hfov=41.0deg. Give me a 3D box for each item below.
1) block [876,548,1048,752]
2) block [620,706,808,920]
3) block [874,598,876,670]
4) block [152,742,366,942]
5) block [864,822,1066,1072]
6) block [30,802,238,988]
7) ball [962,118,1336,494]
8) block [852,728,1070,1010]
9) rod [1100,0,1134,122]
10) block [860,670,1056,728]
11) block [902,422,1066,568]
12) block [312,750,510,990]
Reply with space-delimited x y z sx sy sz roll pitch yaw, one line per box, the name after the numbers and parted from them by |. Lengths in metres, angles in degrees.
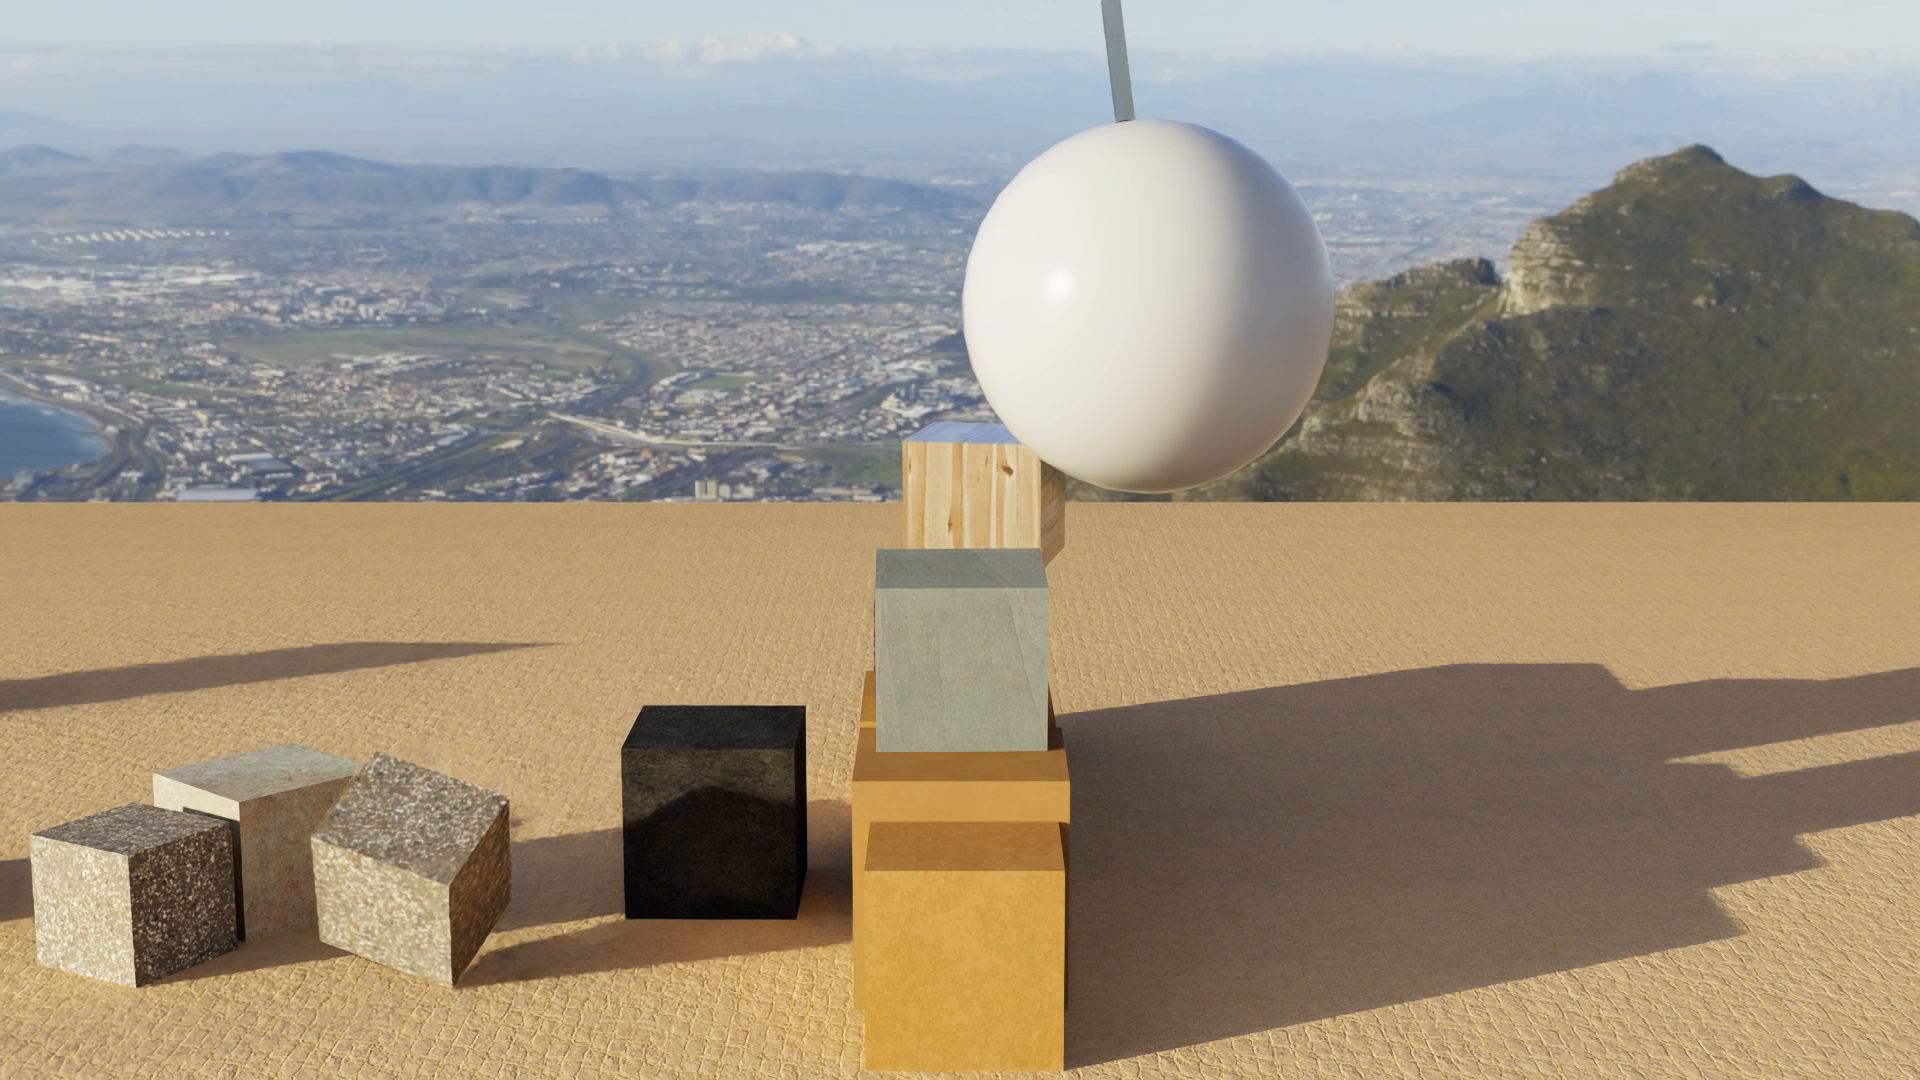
0.000 0.430 10.249 0.668 0.659 0.645 0 14 -1 | block
-1.047 1.165 11.090 0.721 0.740 0.746 0 10 0 | block
0.005 0.697 13.273 0.872 0.880 0.807 0 10 0 | block
-2.937 1.271 10.914 0.657 0.595 0.681 9 14 42 | block
0.016 1.475 9.380 0.706 0.742 0.605 0 10 0 | block
-3.309 1.414 10.289 0.558 0.537 0.531 6 12 30 | block
0.807 -0.998 10.999 1.600 1.600 1.600 0 10 0 | ball
0.003 1.271 10.071 0.815 0.896 0.806 0 10 0 | block
0.350 -4.313 10.396 0.080 5.200 0.080 -8 10 1 | rod
-0.013 1.107 10.914 0.794 0.918 0.895 0 10 0 | block
0.118 -0.205 11.765 0.628 0.574 0.657 2 11 12 | block
-2.124 1.283 9.985 0.575 0.618 0.491 18 43 11 | block
